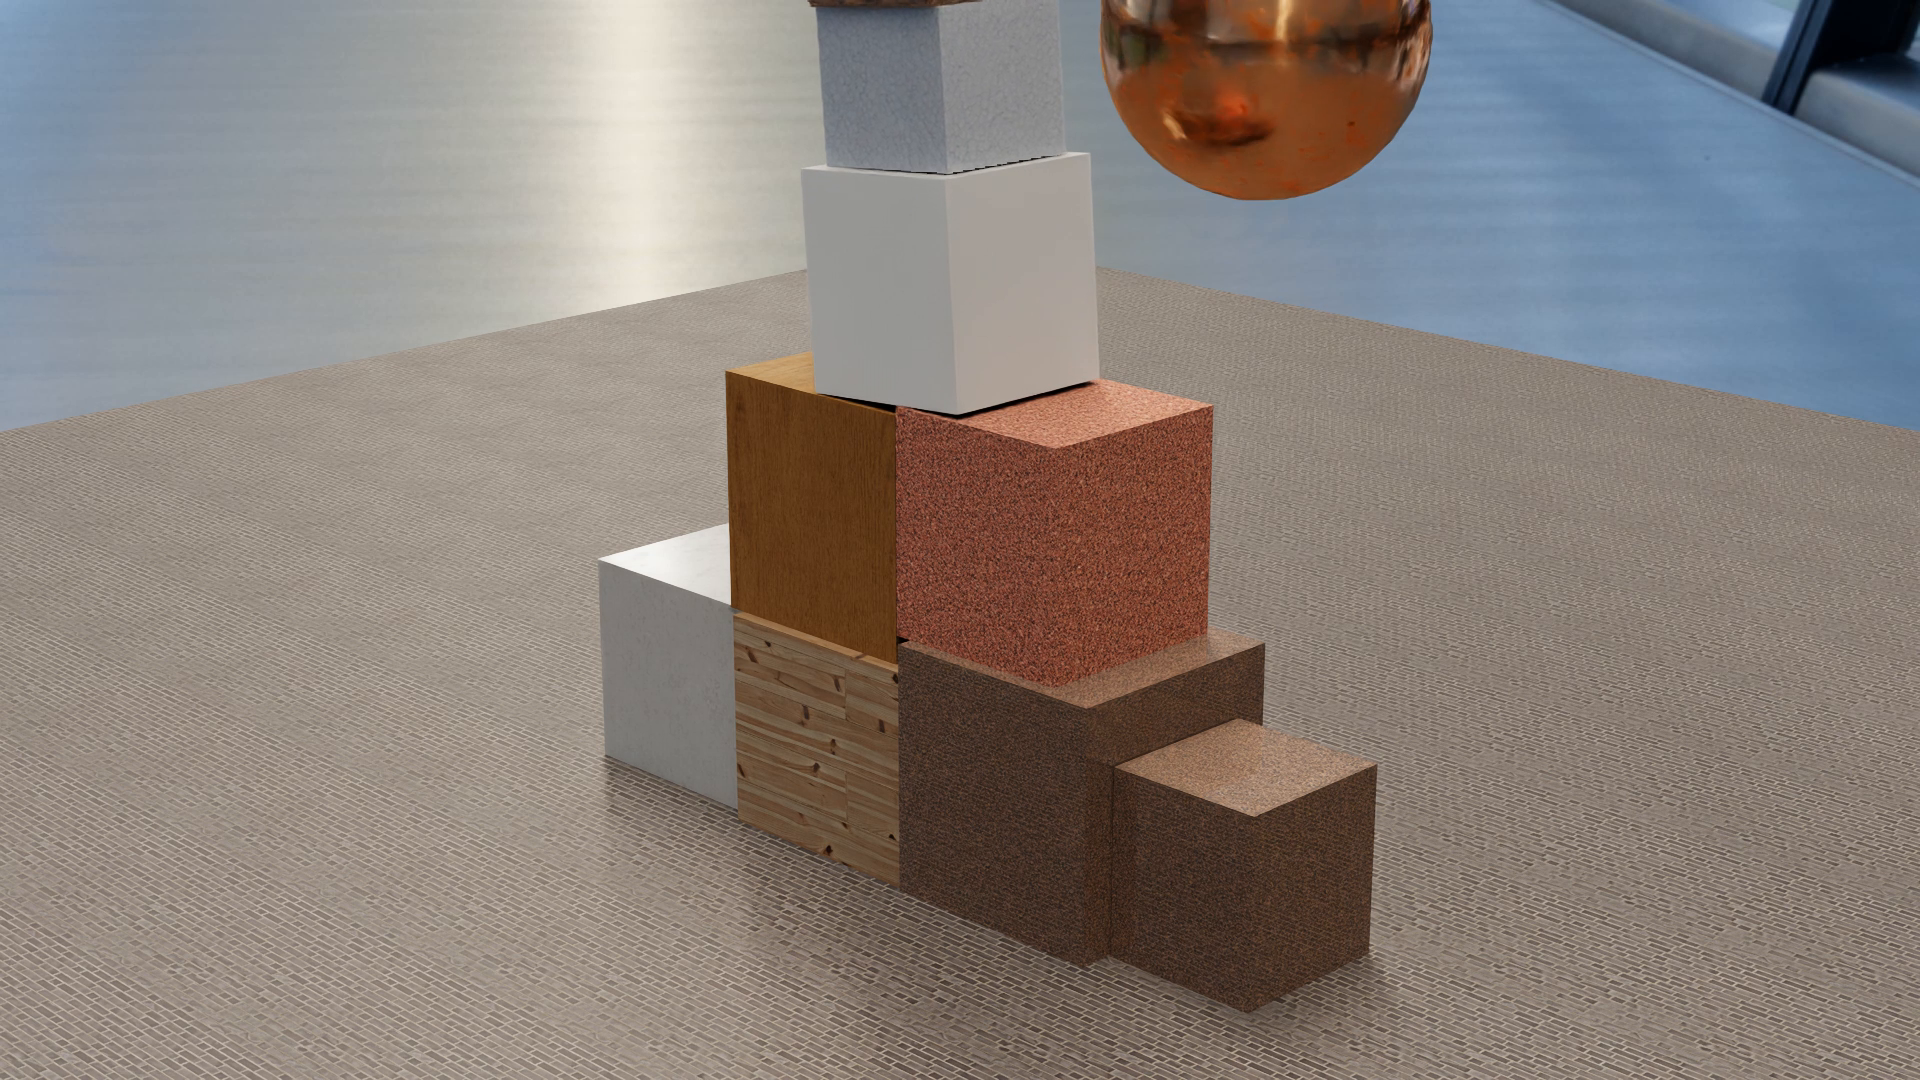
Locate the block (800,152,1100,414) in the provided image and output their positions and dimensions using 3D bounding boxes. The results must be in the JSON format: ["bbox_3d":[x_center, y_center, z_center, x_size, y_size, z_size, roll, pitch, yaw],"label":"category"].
[{"bbox_3d":[-0.038,-1.177,12.989,0.897,1.006,0.904,-17,20,-42],"label":"block"}]

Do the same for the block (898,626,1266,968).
[{"bbox_3d":[0.538,1.021,13.125,1.166,1.181,1.130,-17,24,-42],"label":"block"}]

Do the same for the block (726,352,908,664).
[{"bbox_3d":[-0.341,-0.215,13.632,0.970,1.151,1.127,-17,24,-42],"label":"block"}]

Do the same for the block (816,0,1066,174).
[{"bbox_3d":[-0.080,-2.007,12.786,0.729,0.698,0.760,-17,19,-42],"label":"block"}]

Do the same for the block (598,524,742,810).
[{"bbox_3d":[-1.068,0.607,14.673,0.956,1.043,1.116,-17,24,-42],"label":"block"}]

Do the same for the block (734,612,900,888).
[{"bbox_3d":[-0.270,0.848,13.910,1.123,1.041,1.125,-17,24,-42],"label":"block"}]

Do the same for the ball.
[{"bbox_3d":[1.467,-2.435,14.114,1.600,1.600,1.600,0,17,0],"label":"ball"}]

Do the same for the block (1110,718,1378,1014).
[{"bbox_3d":[1.208,1.371,12.518,0.816,0.878,0.764,-17,24,-42],"label":"block"}]

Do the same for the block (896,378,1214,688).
[{"bbox_3d":[0.411,-0.081,12.905,1.000,1.053,0.956,-17,24,-42],"label":"block"}]

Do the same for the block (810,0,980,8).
[{"bbox_3d":[-0.109,-2.698,12.635,0.852,0.718,0.736,-17,19,-42],"label":"block"}]
